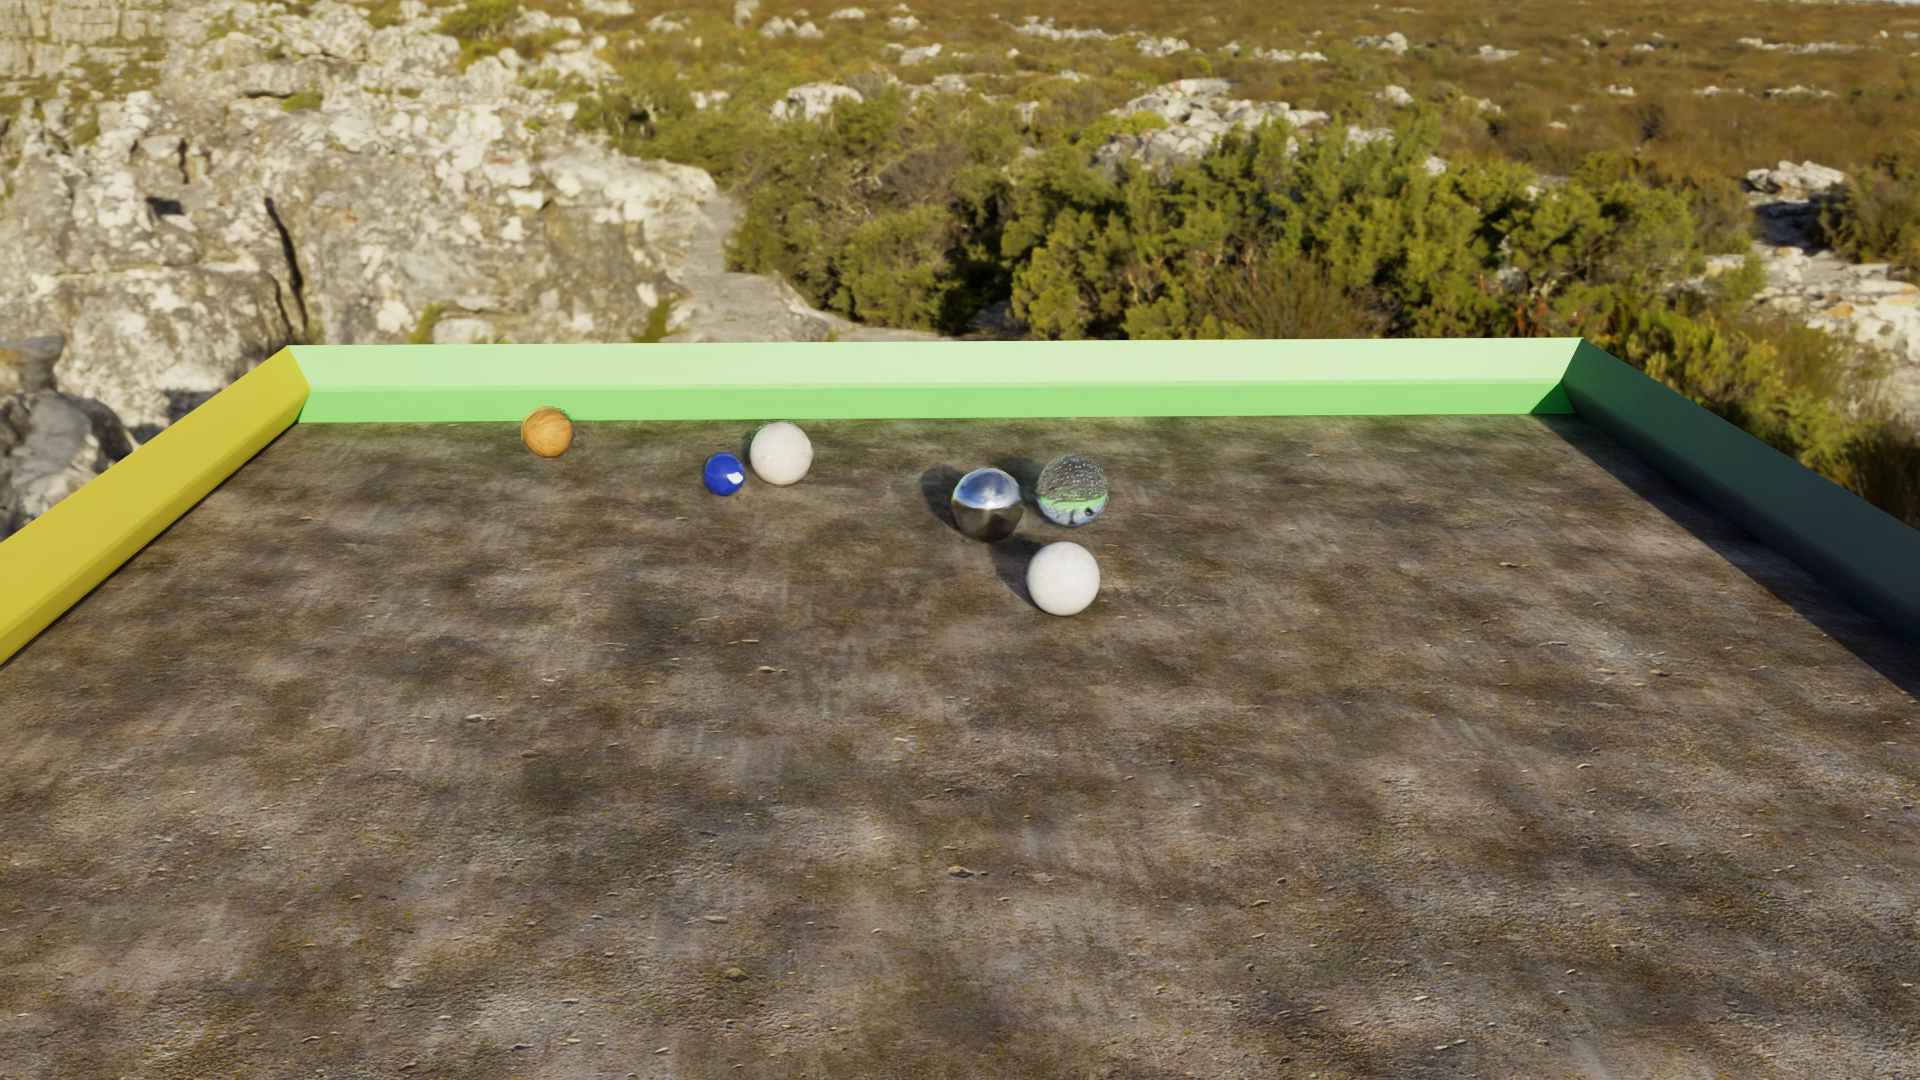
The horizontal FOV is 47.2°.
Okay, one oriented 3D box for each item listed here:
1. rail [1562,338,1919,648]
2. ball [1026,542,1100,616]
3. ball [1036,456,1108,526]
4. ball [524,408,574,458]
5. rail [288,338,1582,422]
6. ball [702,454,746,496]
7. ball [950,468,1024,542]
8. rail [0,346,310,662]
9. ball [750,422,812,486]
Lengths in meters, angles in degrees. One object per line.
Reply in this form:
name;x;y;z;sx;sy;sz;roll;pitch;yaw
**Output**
rail;1.104;0.222;1.937;0.045;0.130;3.806;-1;15;-2
ball;0.124;0.047;2.651;0.091;0.091;0.091;0;15;0
ball;0.155;-0.068;3.052;0.099;0.099;0.099;0;15;0
ball;-0.648;-0.168;3.459;0.077;0.077;0.077;0;15;0
rail;-0.032;-0.266;3.713;2.193;0.130;0.045;-1;15;-2
ball;-0.346;-0.095;3.222;0.062;0.062;0.062;0;15;0
ball;0.038;-0.048;2.979;0.100;0.100;0.100;0;15;0
rail;-1.040;0.241;1.867;0.045;0.130;3.806;-1;15;-2
ball;-0.267;-0.128;3.281;0.094;0.094;0.094;0;15;0
